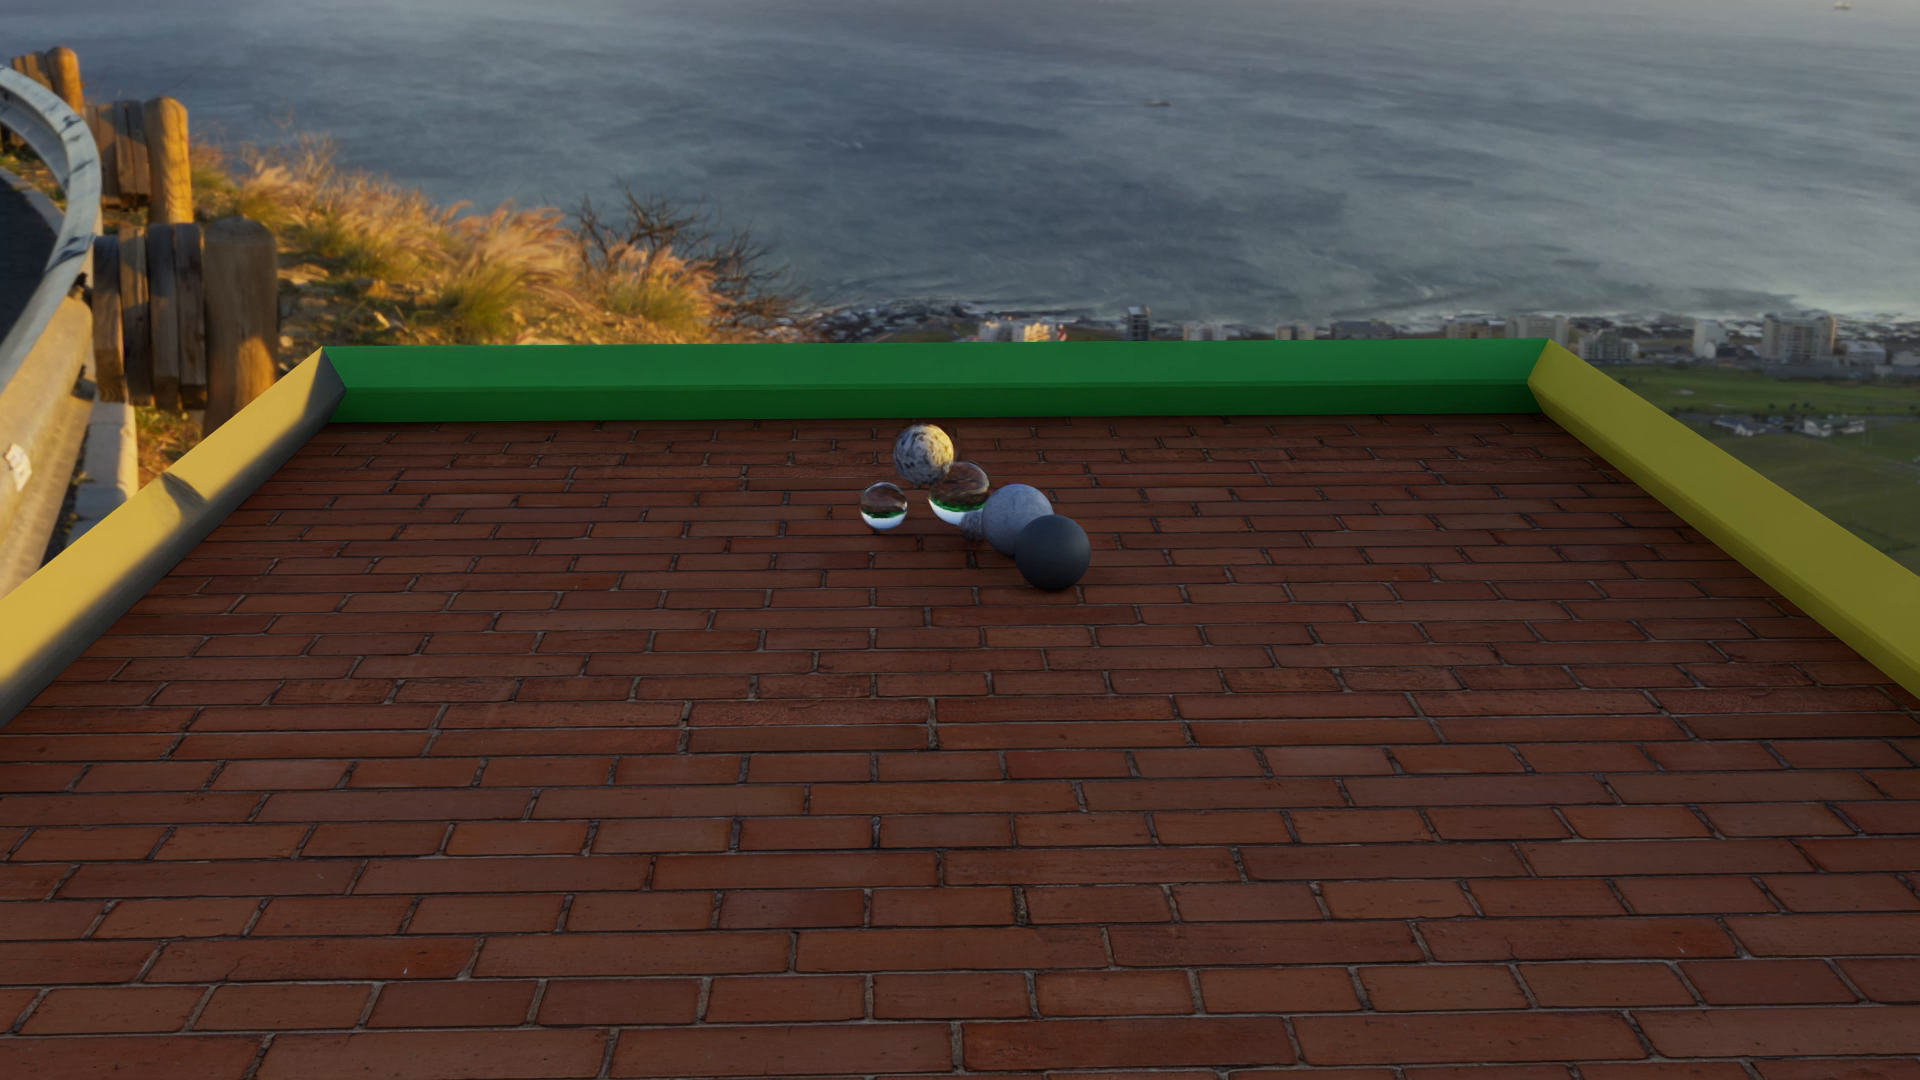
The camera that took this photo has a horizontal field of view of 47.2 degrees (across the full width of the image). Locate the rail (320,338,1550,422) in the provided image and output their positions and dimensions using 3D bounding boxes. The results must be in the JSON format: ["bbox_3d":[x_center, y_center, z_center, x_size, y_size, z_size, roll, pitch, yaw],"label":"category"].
[{"bbox_3d":[-0.029,-0.251,3.507,1.965,0.121,0.045,-1,16,-2],"label":"rail"}]

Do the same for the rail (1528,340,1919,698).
[{"bbox_3d":[0.988,0.202,1.938,0.045,0.121,3.382,-1,16,-2],"label":"rail"}]

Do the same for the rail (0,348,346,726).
[{"bbox_3d":[-0.928,0.221,1.873,0.045,0.121,3.382,-1,16,-2],"label":"rail"}]

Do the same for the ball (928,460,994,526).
[{"bbox_3d":[0.001,-0.062,2.919,0.086,0.086,0.086,0,16,0],"label":"ball"}]

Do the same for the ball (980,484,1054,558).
[{"bbox_3d":[0.073,-0.024,2.777,0.093,0.093,0.093,0,16,0],"label":"ball"}]

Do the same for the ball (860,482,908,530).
[{"bbox_3d":[-0.101,-0.045,2.900,0.064,0.064,0.064,0,16,0],"label":"ball"}]

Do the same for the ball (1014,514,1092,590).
[{"bbox_3d":[0.111,0.015,2.642,0.092,0.092,0.092,0,16,0],"label":"ball"}]

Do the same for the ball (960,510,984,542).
[{"bbox_3d":[0.020,-0.019,2.850,0.042,0.042,0.042,0,16,0],"label":"ball"}]

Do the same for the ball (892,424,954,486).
[{"bbox_3d":[-0.048,-0.112,2.874,0.081,0.081,0.081,0,16,0],"label":"ball"}]
